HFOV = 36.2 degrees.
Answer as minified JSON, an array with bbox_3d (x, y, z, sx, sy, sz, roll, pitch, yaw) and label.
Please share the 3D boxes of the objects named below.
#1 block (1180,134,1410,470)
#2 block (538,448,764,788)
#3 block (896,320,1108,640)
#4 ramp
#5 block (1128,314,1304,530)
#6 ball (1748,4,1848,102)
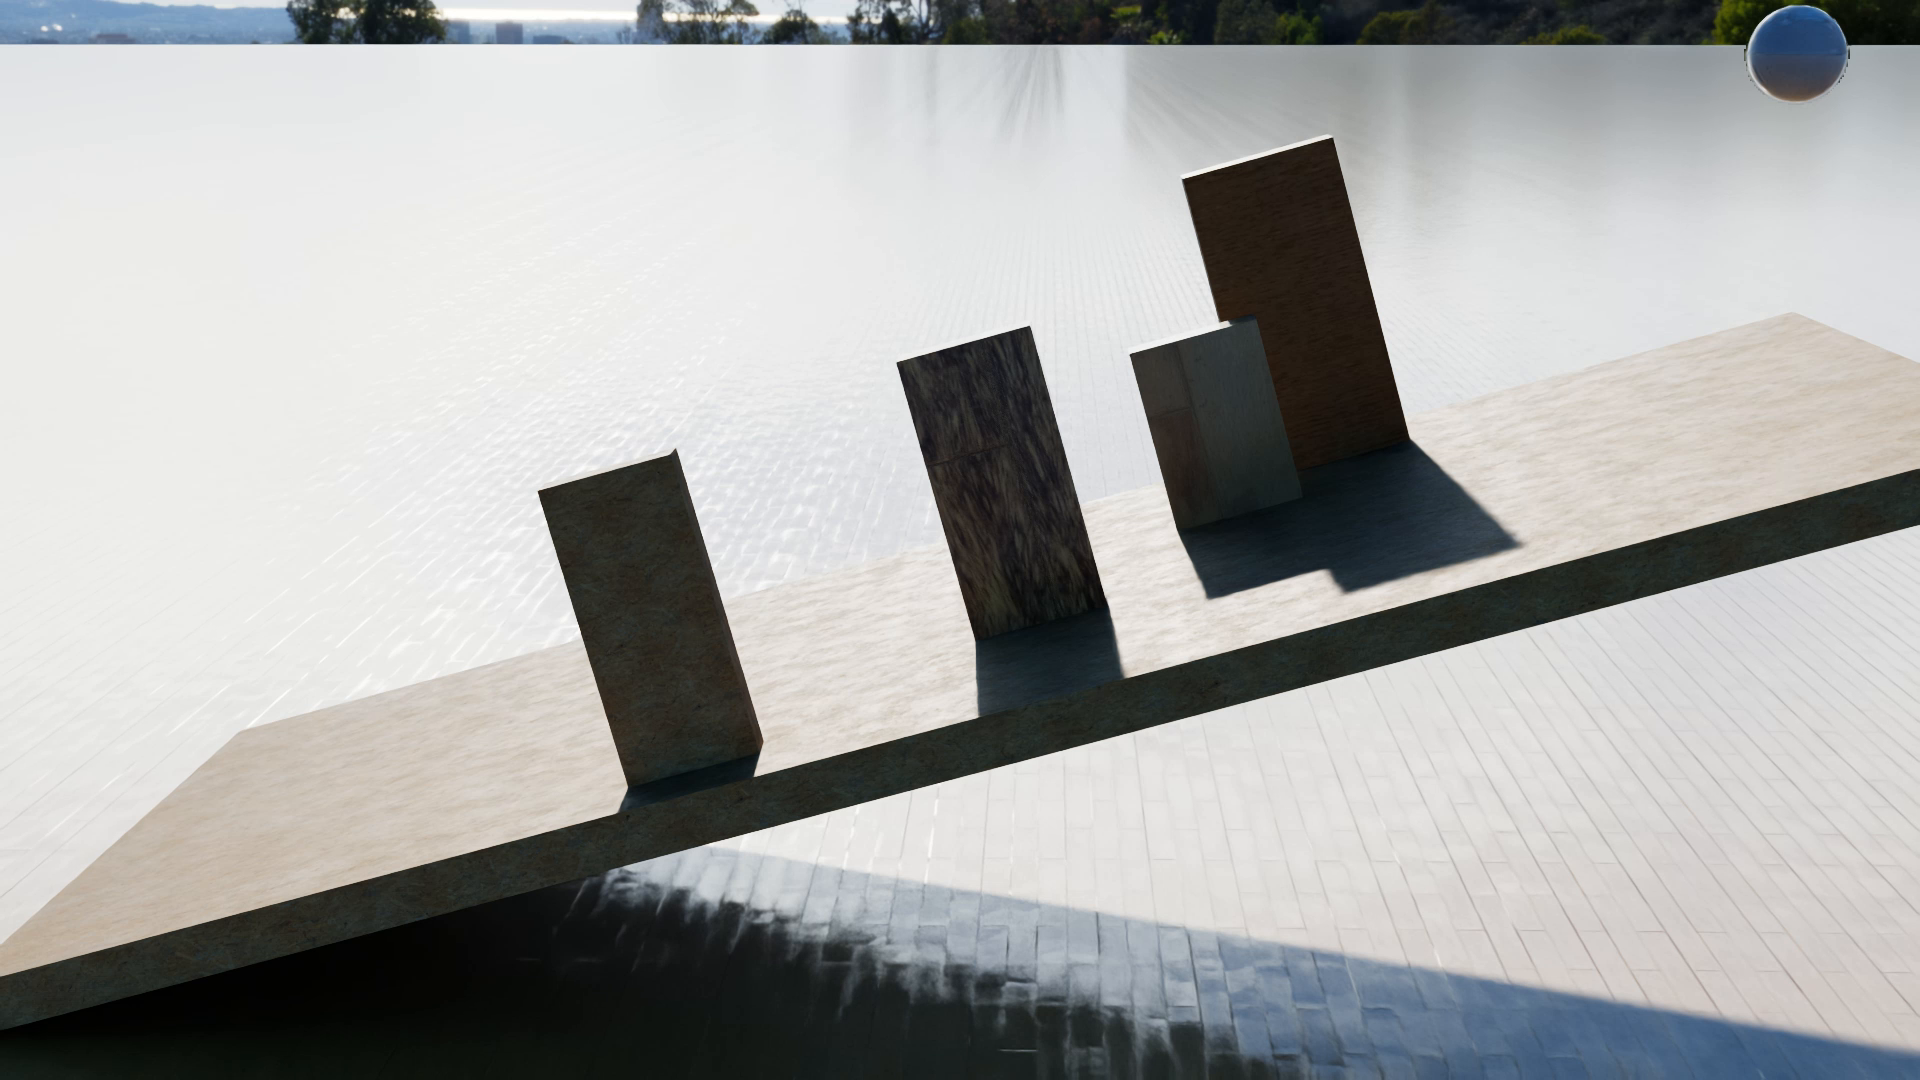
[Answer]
[{"bbox_3d":[0.786,-0.546,6.903,0.357,0.730,0.142,-15,9,4],"label":"block"},{"bbox_3d":[-0.582,0.147,5.556,0.260,0.590,0.089,-15,9,4],"label":"block"},{"bbox_3d":[0.087,-0.122,6.009,0.280,0.594,0.111,-15,9,4],"label":"block"},{"bbox_3d":[0.084,0.190,6.326,4.000,0.100,2.000,-15,9,4],"label":"ramp"},{"bbox_3d":[0.571,-0.263,6.584,0.290,0.413,0.113,-15,9,4],"label":"block"},{"bbox_3d":[1.645,-0.955,5.780,0.190,0.190,0.190,0,10,0],"label":"ball"}]
